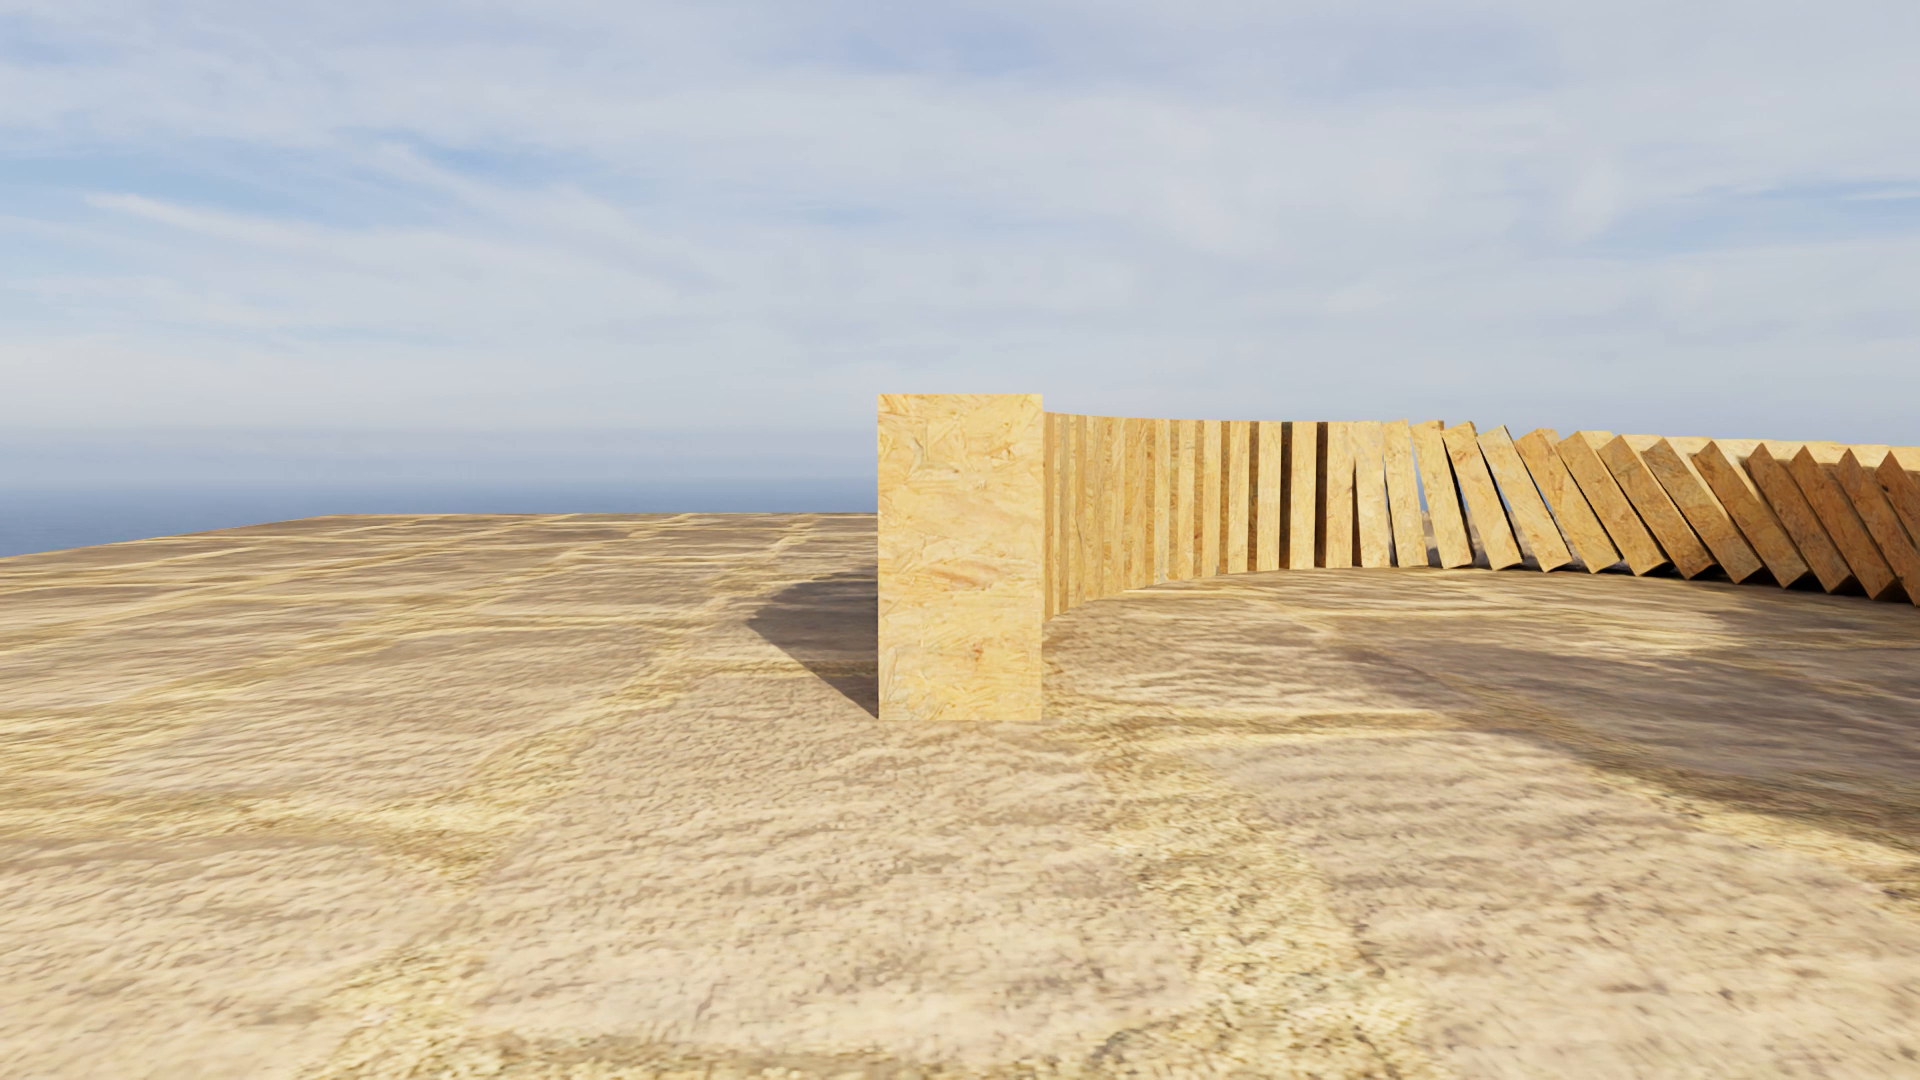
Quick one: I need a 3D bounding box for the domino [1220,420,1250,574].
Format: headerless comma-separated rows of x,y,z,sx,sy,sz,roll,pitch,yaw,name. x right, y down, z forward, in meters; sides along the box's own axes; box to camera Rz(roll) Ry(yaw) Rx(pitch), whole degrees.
0.084,-0.015,0.432,0.009,0.050,0.025,-3,5,-37,domino

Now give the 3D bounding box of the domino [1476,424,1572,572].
0.193,-0.015,0.438,0.009,0.050,0.025,-28,-8,24,domino

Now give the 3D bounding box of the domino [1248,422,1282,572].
0.098,-0.015,0.440,0.009,0.050,0.025,-2,5,-28,domino

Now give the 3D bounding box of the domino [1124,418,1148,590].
0.042,-0.011,0.384,0.025,0.050,0.009,3,5,33,domino

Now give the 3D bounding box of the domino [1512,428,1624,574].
0.207,-0.014,0.433,0.009,0.050,0.025,-34,-16,32,domino

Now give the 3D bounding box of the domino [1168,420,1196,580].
0.061,-0.013,0.409,0.025,0.050,0.009,4,6,40,domino

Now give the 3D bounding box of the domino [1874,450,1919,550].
0.262,-0.003,0.331,0.025,0.010,0.050,0,47,4,domino

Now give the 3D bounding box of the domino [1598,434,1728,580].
0.230,-0.011,0.415,0.025,0.050,0.009,-3,-32,-35,domino

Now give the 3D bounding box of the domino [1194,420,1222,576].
0.072,-0.014,0.421,0.009,0.050,0.025,-4,6,-45,domino

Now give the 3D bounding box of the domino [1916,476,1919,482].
0.261,-0.001,0.315,0.025,0.009,0.050,1,46,8,domino

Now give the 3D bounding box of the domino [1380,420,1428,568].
0.156,-0.017,0.452,0.010,0.050,0.025,-8,2,17,domino

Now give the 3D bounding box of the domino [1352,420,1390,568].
0.141,-0.017,0.453,0.010,0.050,0.025,-5,4,0,domino

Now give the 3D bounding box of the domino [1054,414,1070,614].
0.014,-0.007,0.327,0.025,0.050,0.009,2,5,19,domino

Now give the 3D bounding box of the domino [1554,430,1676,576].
0.220,-0.013,0.425,0.025,0.050,0.009,-4,-28,-41,domino

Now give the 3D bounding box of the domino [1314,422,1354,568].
0.127,-0.016,0.451,0.009,0.050,0.025,-1,4,-11,domino

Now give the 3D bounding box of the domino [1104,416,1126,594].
0.034,-0.010,0.370,0.025,0.050,0.010,2,5,29,domino

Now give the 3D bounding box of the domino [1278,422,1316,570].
0.112,-0.016,0.447,0.009,0.050,0.025,-2,5,-20,domino

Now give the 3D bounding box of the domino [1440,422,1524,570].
0.180,-0.016,0.443,0.009,0.050,0.025,-21,-5,25,domino

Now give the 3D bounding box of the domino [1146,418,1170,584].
0.051,-0.012,0.397,0.025,0.050,0.009,3,5,36,domino

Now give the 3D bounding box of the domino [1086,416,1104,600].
0.027,-0.009,0.356,0.025,0.050,0.009,2,5,25,domino

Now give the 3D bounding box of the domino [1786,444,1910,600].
0.259,-0.006,0.362,0.025,0.050,0.009,0,-40,-4,domino

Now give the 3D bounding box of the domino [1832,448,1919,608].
0.261,-0.004,0.346,0.025,0.009,0.050,0,48,1,domino

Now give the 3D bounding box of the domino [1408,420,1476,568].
0.169,-0.016,0.448,0.009,0.050,0.025,-14,-2,25,domino

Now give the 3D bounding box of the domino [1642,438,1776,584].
0.240,-0.010,0.403,0.025,0.050,0.009,-2,-35,-30,domino

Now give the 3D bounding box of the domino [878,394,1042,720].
0.000,0.002,0.201,0.025,0.050,0.009,0,4,0,domino

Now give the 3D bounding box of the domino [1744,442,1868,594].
0.256,-0.007,0.377,0.025,0.050,0.009,-1,-38,-9,domino

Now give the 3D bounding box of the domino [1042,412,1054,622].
0.010,-0.006,0.311,0.025,0.050,0.009,1,4,16,domino

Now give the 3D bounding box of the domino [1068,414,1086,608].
0.020,-0.008,0.341,0.025,0.050,0.009,2,5,22,domino

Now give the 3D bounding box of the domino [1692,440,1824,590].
0.249,-0.009,0.391,0.025,0.050,0.009,-2,-37,-19,domino
